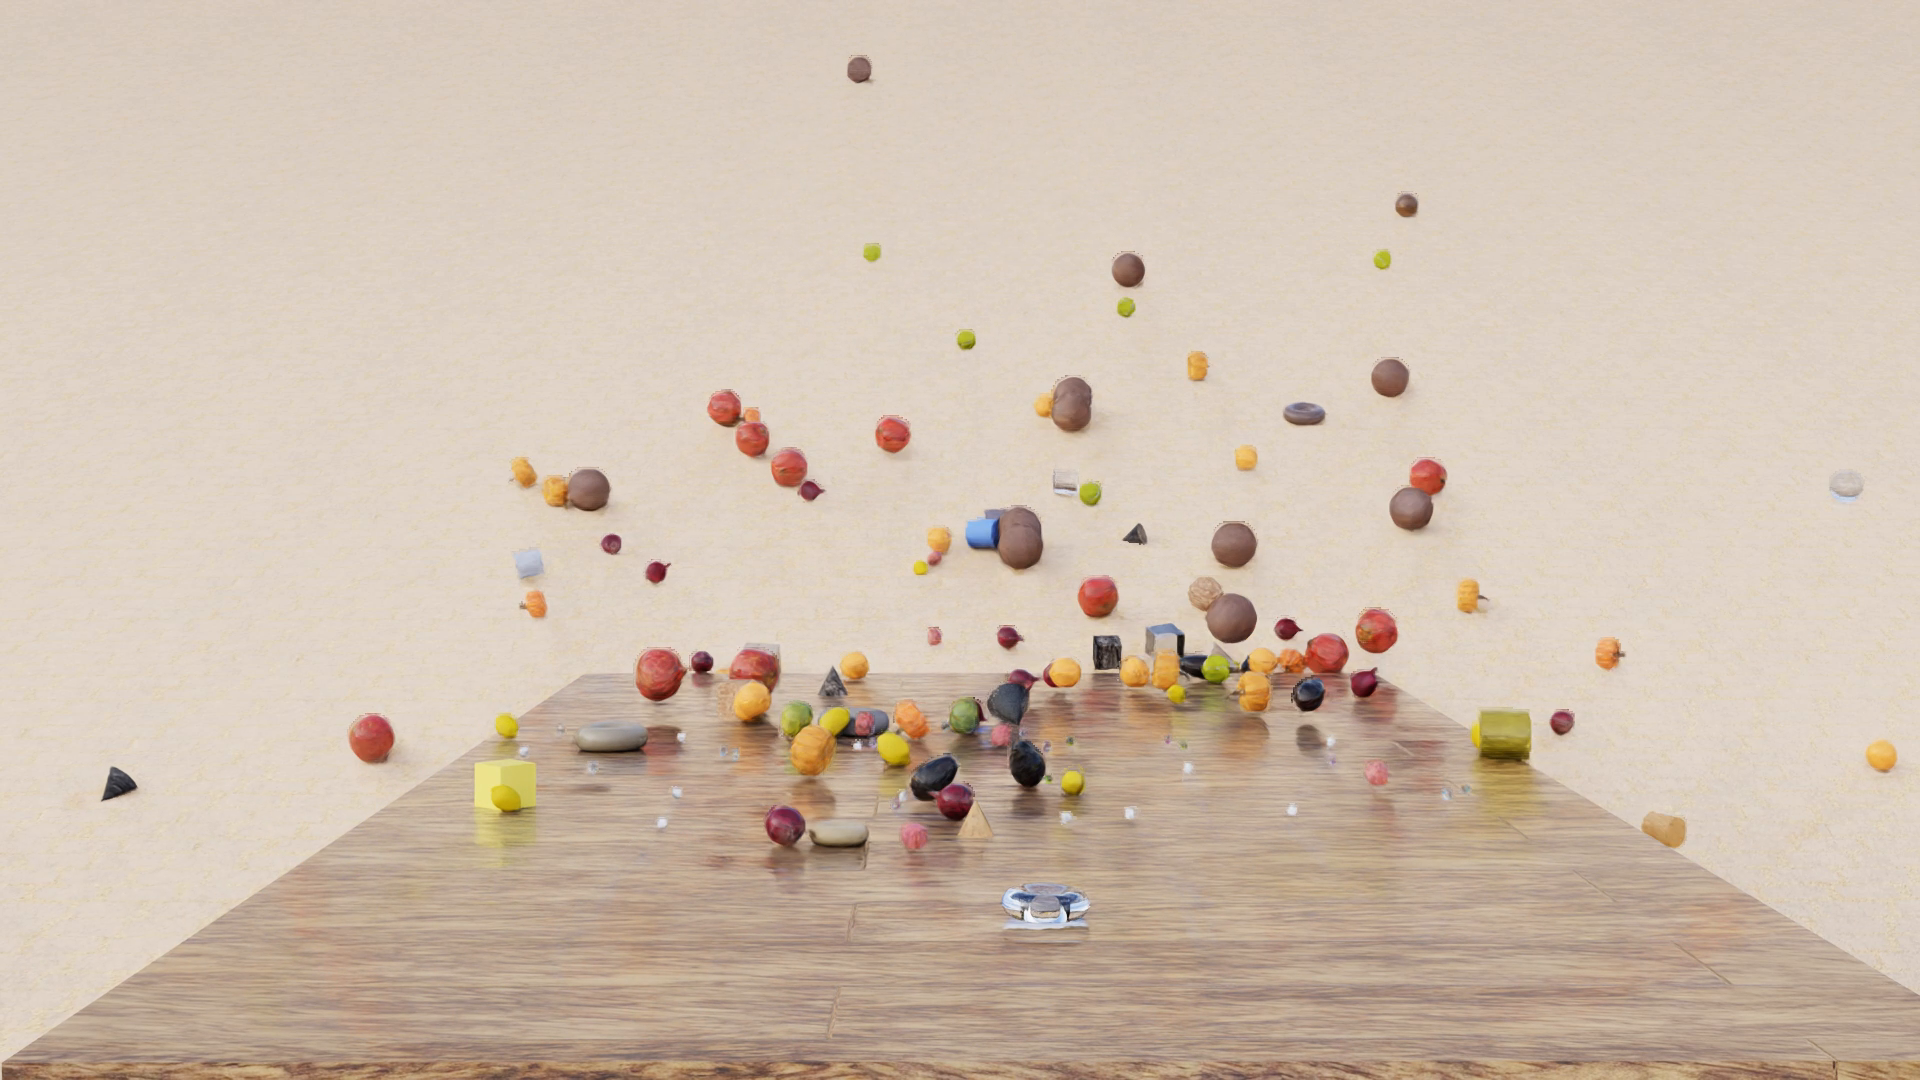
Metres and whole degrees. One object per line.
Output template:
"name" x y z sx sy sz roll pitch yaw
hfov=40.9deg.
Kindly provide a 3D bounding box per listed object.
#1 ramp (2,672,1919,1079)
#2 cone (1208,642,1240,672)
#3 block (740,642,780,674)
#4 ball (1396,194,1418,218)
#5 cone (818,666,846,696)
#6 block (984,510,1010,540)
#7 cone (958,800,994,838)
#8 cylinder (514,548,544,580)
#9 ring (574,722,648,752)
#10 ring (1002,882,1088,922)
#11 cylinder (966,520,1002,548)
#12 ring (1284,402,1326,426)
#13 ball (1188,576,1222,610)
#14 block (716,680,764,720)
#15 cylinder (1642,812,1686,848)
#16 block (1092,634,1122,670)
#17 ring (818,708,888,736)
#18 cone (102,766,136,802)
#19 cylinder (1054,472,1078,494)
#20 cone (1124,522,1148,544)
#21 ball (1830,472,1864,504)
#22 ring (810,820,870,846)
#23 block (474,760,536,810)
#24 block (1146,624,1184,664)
"ramp" 0.053 0.476 4.536 2.000 0.100 4.000 0 3 0
"cone" 0.671 0.305 6.672 0.094 0.094 0.094 -12 -20 -4
"block" -0.518 0.328 6.680 0.090 0.090 0.090 2 23 6
"ball" 1.876 -1.403 10.795 0.097 0.097 0.097 0 23 0
"cone" -0.298 0.326 6.008 0.070 0.070 0.070 0 3 0
"block" 0.106 -0.044 7.595 0.069 0.069 0.069 -2 23 -5
"cone" 0.024 0.424 3.941 0.056 0.056 0.056 0 3 0
"cylinder" -1.221 0.068 7.290 0.073 0.073 0.073 -14 25 -11
"ring" -0.677 0.382 5.001 0.143 0.048 0.143 -1 3 0
"ring" 0.109 0.463 3.283 0.112 0.037 0.112 1 3 0
"cylinder" 0.069 -0.018 7.503 0.080 0.080 0.080 -2 21 20
"ring" 1.142 -0.418 8.514 0.141 0.047 0.141 -1 21 0
"ball" 0.677 0.148 7.104 0.094 0.094 0.094 0 23 0
"block" -0.473 0.343 5.547 0.076 0.076 0.076 1 3 23
"cylinder" 1.249 0.515 4.568 0.055 0.055 0.055 -18 17 -37
"block" 0.388 0.296 6.786 0.068 0.068 0.068 -2 23 -4
"ring" -0.217 0.370 5.246 0.146 0.049 0.146 1 2 0
"cone" -2.016 0.593 6.120 0.078 0.078 0.078 15 54 32
"cylinder" 0.325 -0.176 7.889 0.071 0.071 0.071 1 23 9
"cone" 0.505 -0.009 7.563 0.066 0.066 0.066 -20 14 24
"ball" 2.699 -0.160 7.834 0.097 0.097 0.097 0 23 0
"ring" -0.181 0.441 3.863 0.090 0.030 0.090 1 2 0
"block" -0.750 0.403 4.247 0.071 0.071 0.071 2 4 44
"block" 0.544 0.275 6.824 0.077 0.077 0.077 -9 24 -19
